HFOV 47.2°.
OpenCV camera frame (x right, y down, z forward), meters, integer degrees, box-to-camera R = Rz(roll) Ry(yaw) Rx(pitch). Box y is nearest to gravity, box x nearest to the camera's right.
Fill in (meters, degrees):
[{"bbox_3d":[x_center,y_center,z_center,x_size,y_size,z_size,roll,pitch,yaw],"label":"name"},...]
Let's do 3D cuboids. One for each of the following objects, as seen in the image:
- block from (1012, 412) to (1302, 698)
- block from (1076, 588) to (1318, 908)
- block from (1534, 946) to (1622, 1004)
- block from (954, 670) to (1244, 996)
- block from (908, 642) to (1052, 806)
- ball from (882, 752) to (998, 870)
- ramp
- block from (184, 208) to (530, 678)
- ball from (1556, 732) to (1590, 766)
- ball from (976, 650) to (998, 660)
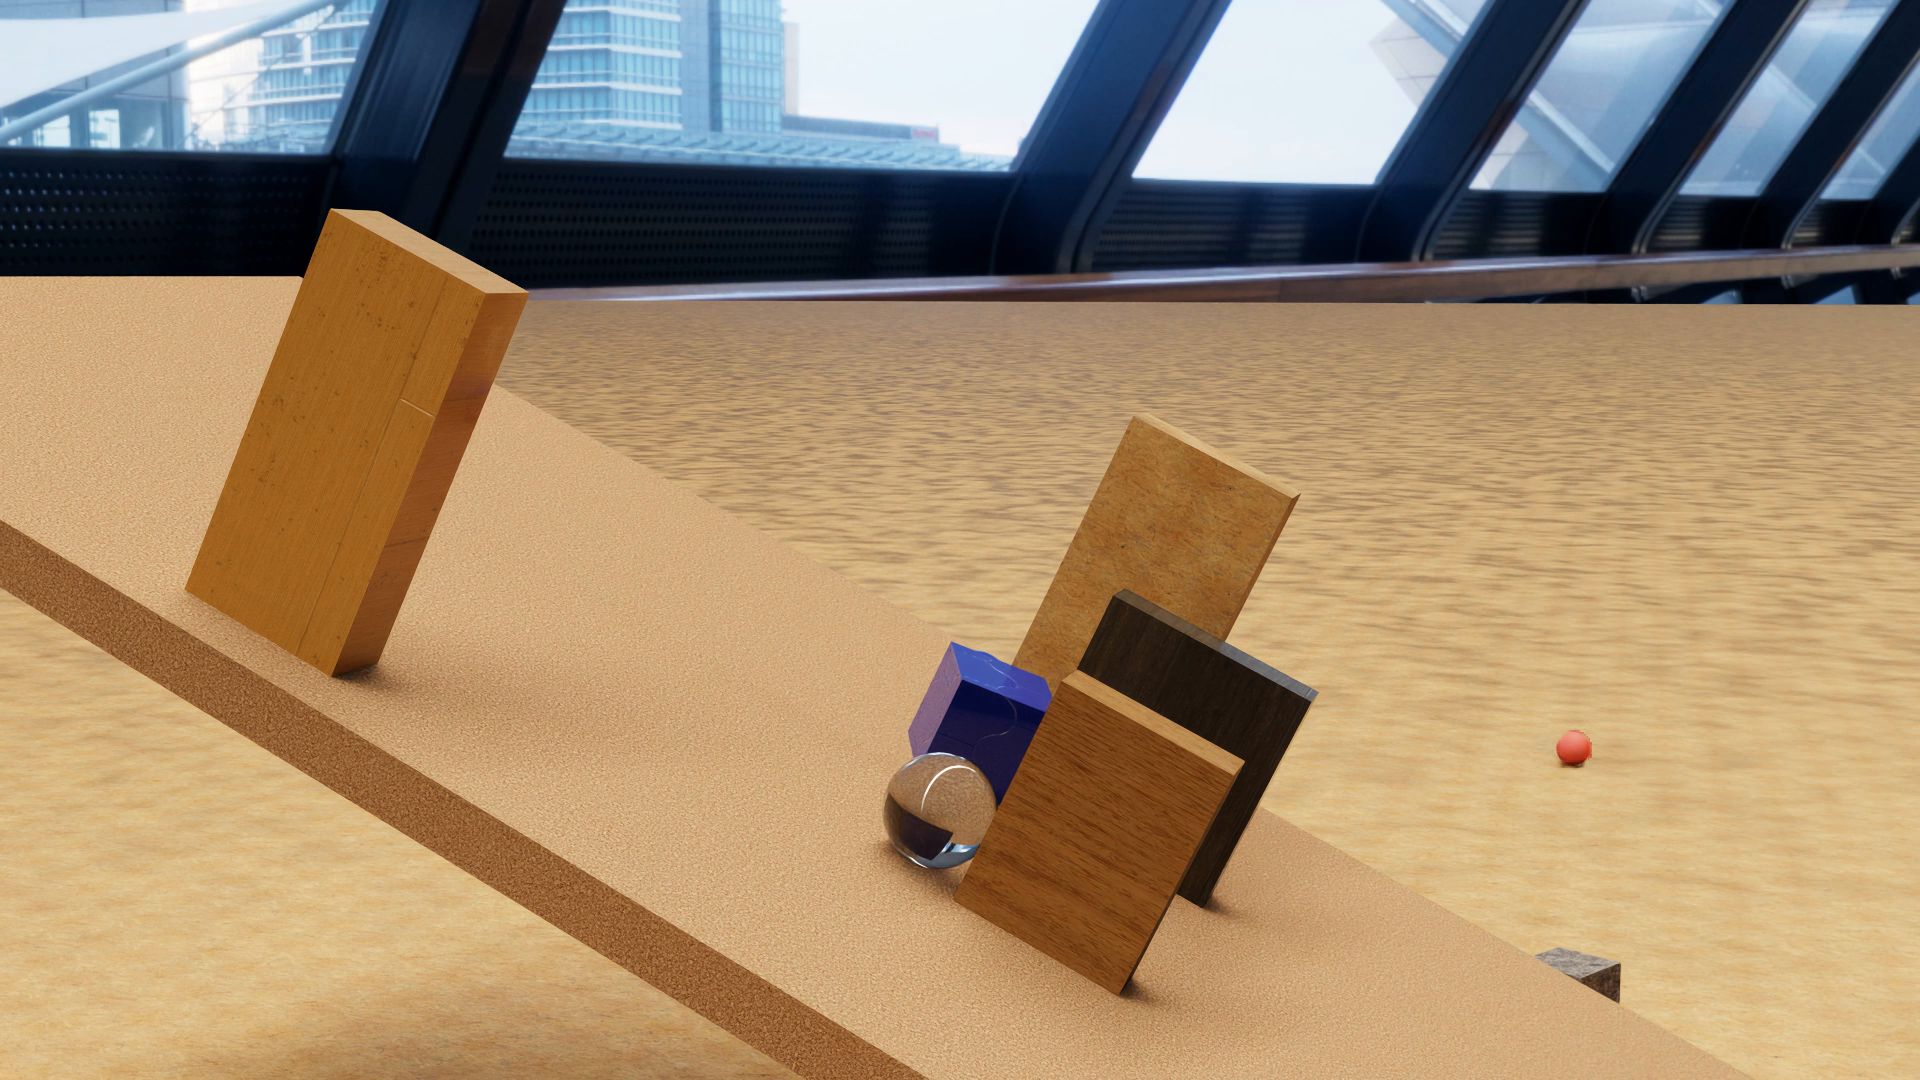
[{"bbox_3d":[0.375,0.144,4.572,0.363,0.726,0.125,28,14,12],"label":"block"},{"bbox_3d":[0.391,0.398,4.224,0.421,0.457,0.101,28,14,12],"label":"block"},{"bbox_3d":[1.489,1.117,5.380,0.174,0.174,0.174,-6,9,-41],"label":"block"},{"bbox_3d":[0.230,0.486,3.668,0.318,0.428,0.108,28,14,12],"label":"block"},{"bbox_3d":[0.044,0.360,4.279,0.208,0.208,0.208,22,14,-13],"label":"block"},{"bbox_3d":[-0.035,0.463,3.769,0.200,0.200,0.200,0,7,0],"label":"ball"},{"bbox_3d":[-0.252,0.426,4.164,4.000,0.100,2.000,28,14,12],"label":"ramp"},{"bbox_3d":[-0.951,-0.152,3.457,0.292,0.664,0.136,28,14,12],"label":"block"},{"bbox_3d":[2.320,0.789,8.315,0.124,0.124,0.124,0,7,0],"label":"ball"},{"bbox_3d":[0.035,0.297,4.678,0.125,0.125,0.125,0,7,0],"label":"ball"}]
